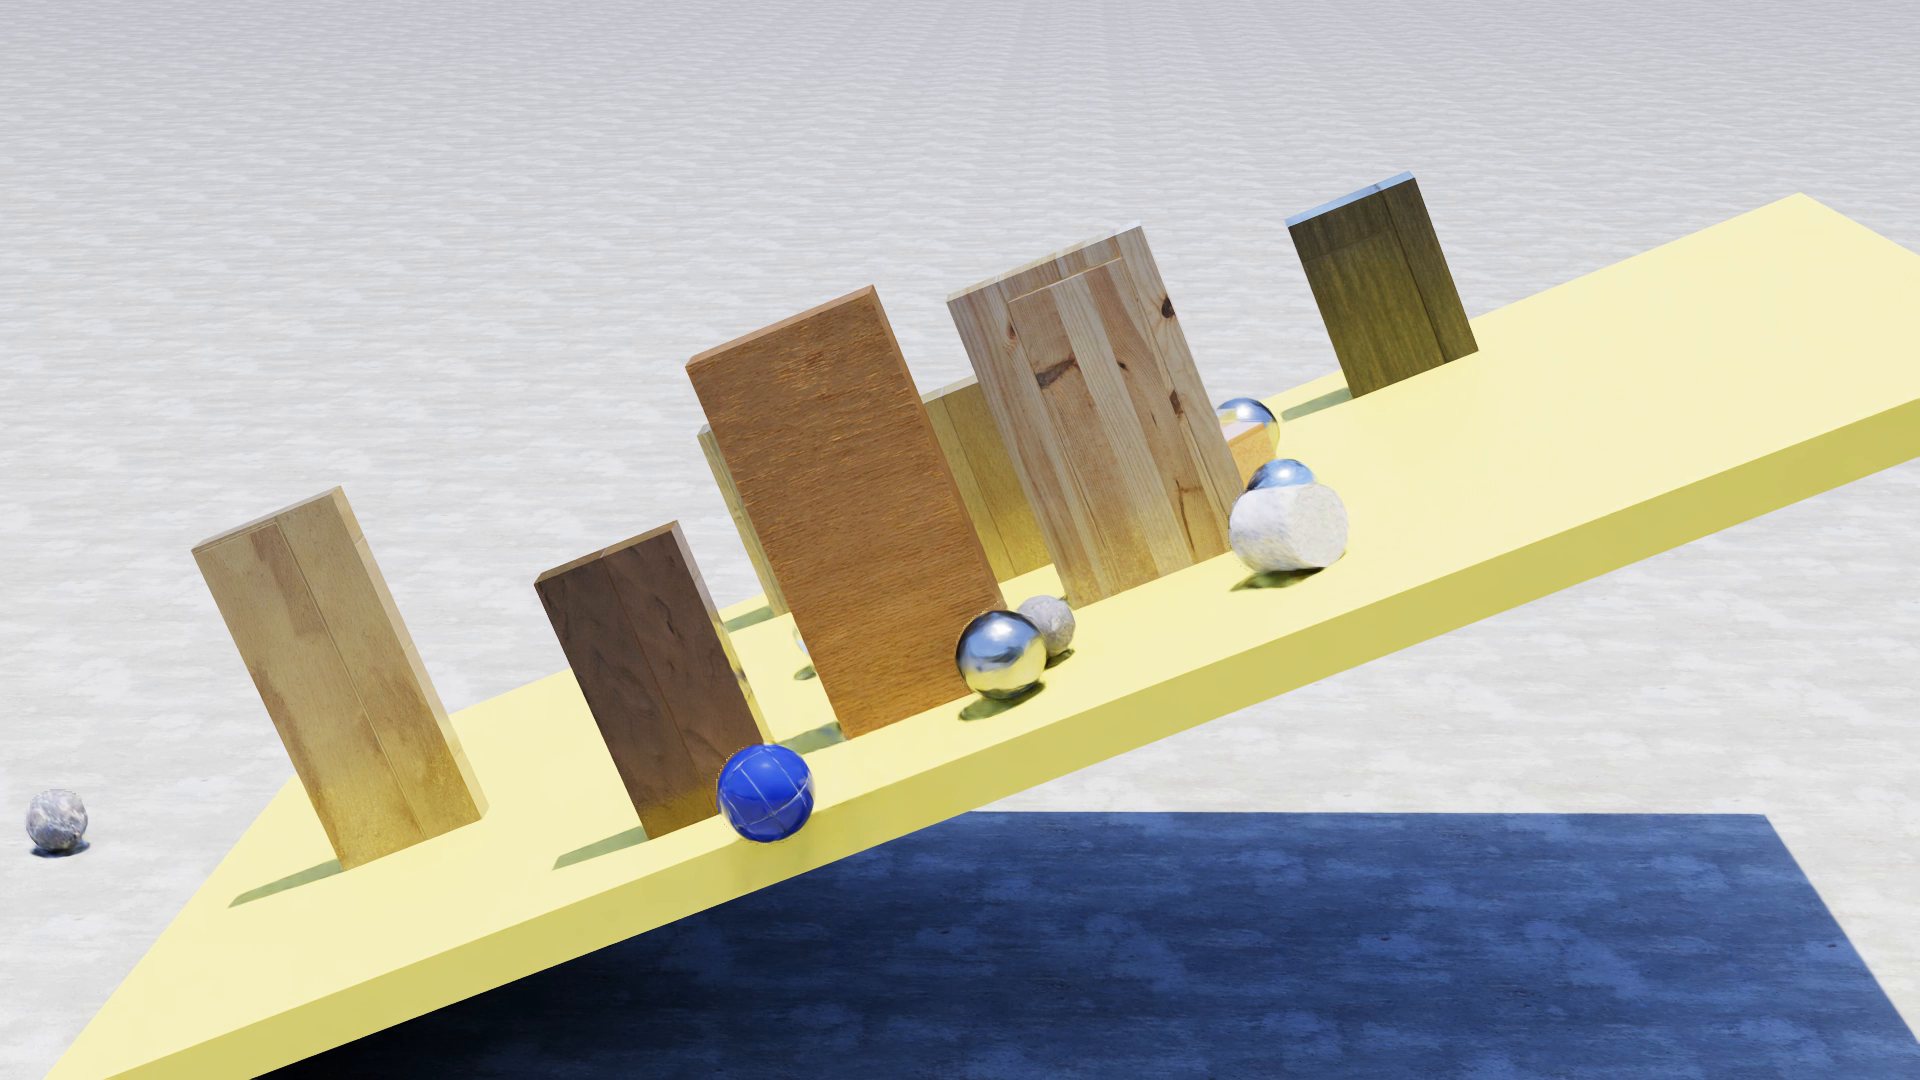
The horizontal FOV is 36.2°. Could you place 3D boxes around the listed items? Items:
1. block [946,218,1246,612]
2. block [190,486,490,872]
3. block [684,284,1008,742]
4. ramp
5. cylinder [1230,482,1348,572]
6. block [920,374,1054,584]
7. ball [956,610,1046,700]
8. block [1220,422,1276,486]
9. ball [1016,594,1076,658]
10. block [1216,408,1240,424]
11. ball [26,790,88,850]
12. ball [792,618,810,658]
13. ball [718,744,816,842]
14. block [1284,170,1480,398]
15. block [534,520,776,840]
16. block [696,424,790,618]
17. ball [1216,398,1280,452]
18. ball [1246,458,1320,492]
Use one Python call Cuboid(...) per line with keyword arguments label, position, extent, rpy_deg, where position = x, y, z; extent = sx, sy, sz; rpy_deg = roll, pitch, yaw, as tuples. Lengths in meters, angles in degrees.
Cuboid(label="block", position=(0.294, -0.248, 5.929), extent=(0.414, 0.683, 0.094), rpy_deg=(-21, 12, 7))
Cuboid(label="block", position=(-1.316, 0.299, 6.266), extent=(0.328, 0.768, 0.084), rpy_deg=(-21, 12, 7))
Cuboid(label="block", position=(-0.193, -0.049, 5.674), extent=(0.378, 0.797, 0.115), rpy_deg=(-21, 12, 7))
Cuboid(label="ramp", position=(0.125, 0.173, 6.290), extent=(4.000, 0.100, 2.000), rpy_deg=(-21, 12, 7))
Cuboid(label="cylinder", position=(0.627, -0.023, 5.602), extent=(0.160, 0.160, 0.160), rpy_deg=(-11, 3, -37))
Cuboid(label="block", position=(0.057, -0.133, 6.454), extent=(0.320, 0.434, 0.112), rpy_deg=(-21, 12, 7))
Cuboid(label="ball", position=(0.078, 0.217, 5.537), extent=(0.170, 0.170, 0.170), rpy_deg=(0, 14, 0))
Cuboid(label="block", position=(0.562, -0.139, 6.213), extent=(0.165, 0.165, 0.165), rpy_deg=(-28, 13, -23))
Cuboid(label="ball", position=(0.161, 0.167, 5.676), extent=(0.123, 0.123, 0.123), rpy_deg=(0, 14, 0))
Cuboid(label="block", position=(0.510, -0.164, 6.382), extent=(0.180, 0.180, 0.180), rpy_deg=(-28, 13, -24))
Cuboid(label="ball", position=(-2.220, 0.690, 7.229), extent=(0.146, 0.146, 0.146), rpy_deg=(0, 14, 0))
Cuboid(label="ball", position=(-0.283, 0.185, 6.348), extent=(0.162, 0.162, 0.162), rpy_deg=(0, 14, 0))
Cuboid(label="ball", position=(-0.348, 0.456, 5.305), extent=(0.178, 0.178, 0.178), rpy_deg=(0, 14, 0))
Cuboid(label="block", position=(0.972, -0.588, 6.784), extent=(0.306, 0.430, 0.129), rpy_deg=(-21, 12, 7))
Cuboid(label="block", position=(-0.563, 0.268, 5.576), extent=(0.283, 0.544, 0.086), rpy_deg=(-21, 12, 7))
Cuboid(label="block", position=(-0.345, -0.115, 7.004), extent=(0.395, 0.477, 0.130), rpy_deg=(-21, 12, 7))
Cuboid(label="ball", position=(0.625, -0.232, 6.506), extent=(0.164, 0.164, 0.164), rpy_deg=(0, 14, 0))
Cuboid(label="ball", position=(0.647, -0.088, 5.874), extent=(0.152, 0.152, 0.152), rpy_deg=(0, 14, 0))
